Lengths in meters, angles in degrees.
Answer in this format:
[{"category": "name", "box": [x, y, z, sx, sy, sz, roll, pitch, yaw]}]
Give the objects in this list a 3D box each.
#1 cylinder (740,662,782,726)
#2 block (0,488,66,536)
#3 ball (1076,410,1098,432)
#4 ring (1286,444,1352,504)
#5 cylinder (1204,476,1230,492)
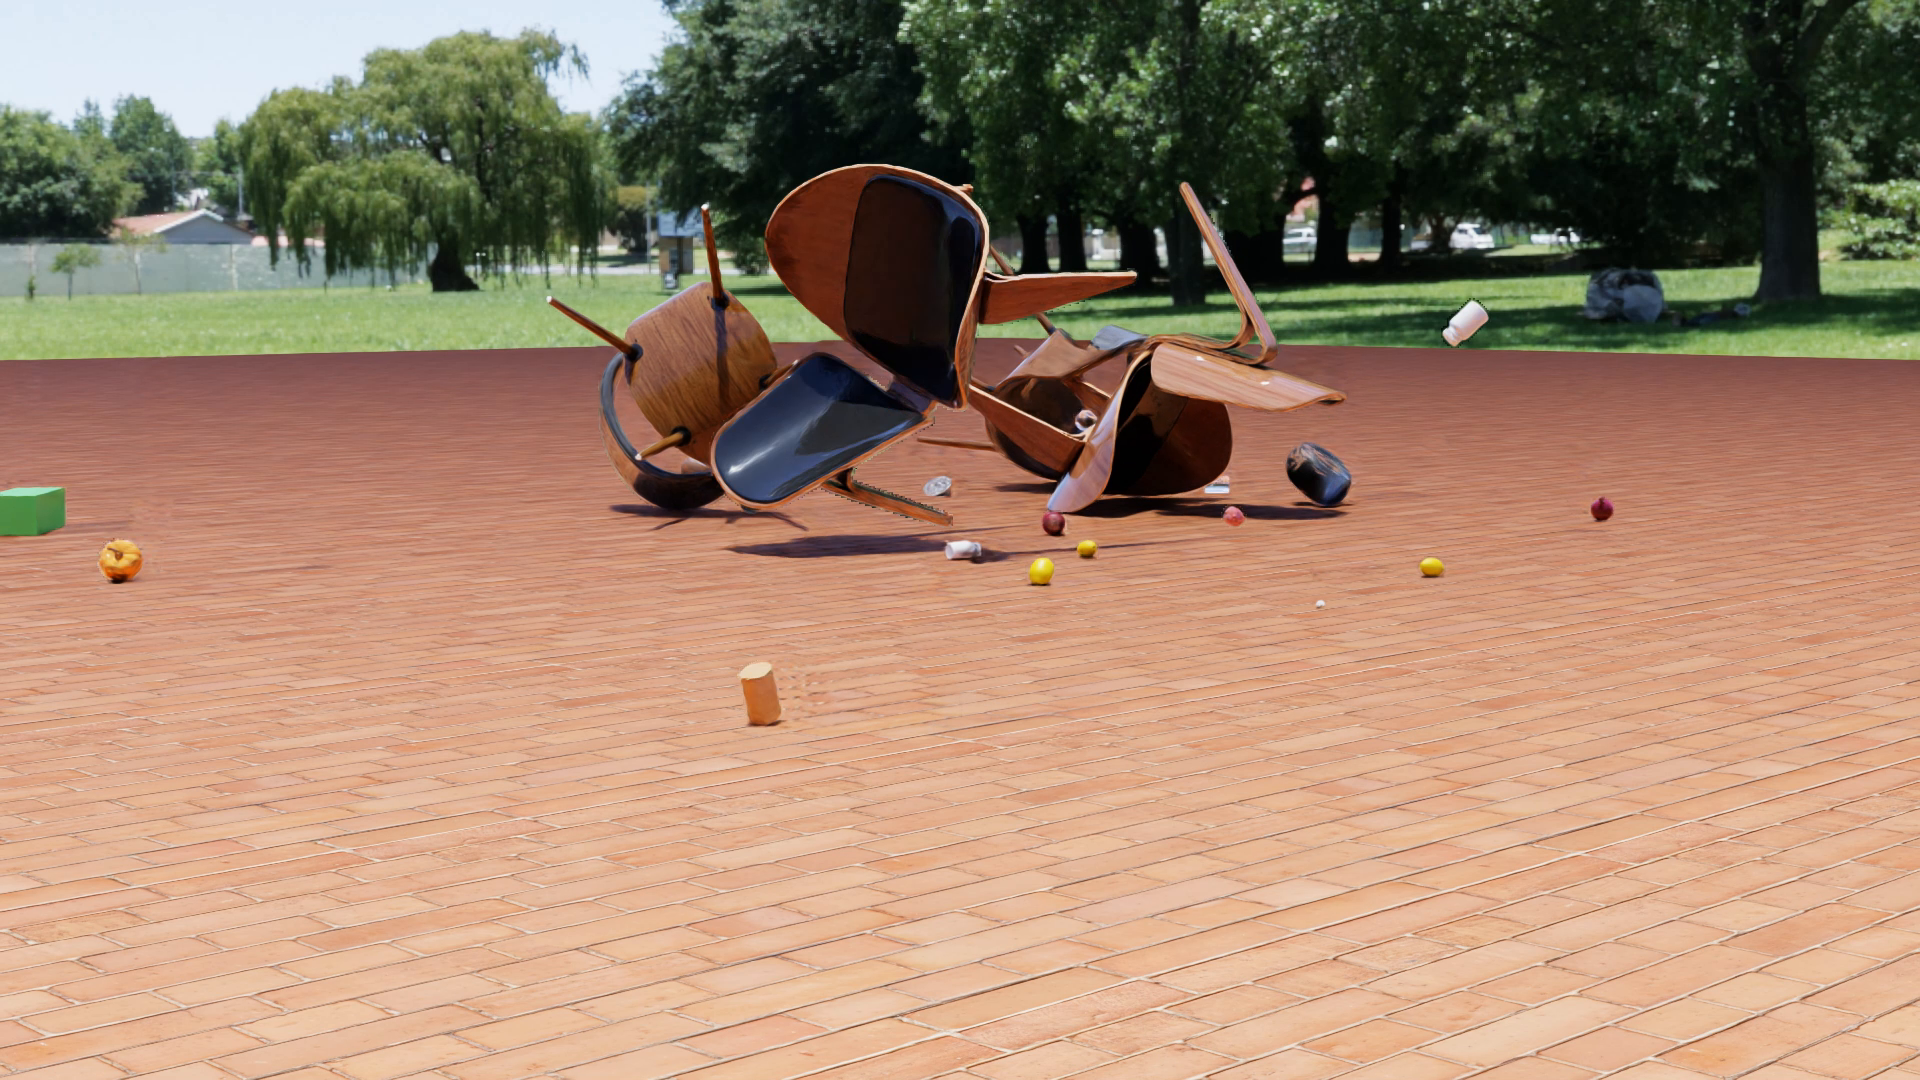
[{"category": "cylinder", "box": [-0.293, 0.227, 3.778, 0.047, 0.075, 0.061, -6, 20, 12]}, {"category": "block", "box": [-2.411, -0.074, 6.630, 0.121, 0.102, 0.249, 0, 6, -3]}, {"category": "ball", "box": [0.364, -0.345, 7.418, 0.064, 0.064, 0.064, 0, 6, 0]}, {"category": "ring", "box": [1.033, -0.191, 7.396, 0.183, 0.105, 0.212, 9, 34, -43]}, {"category": "cylinder", "box": [0.783, -0.171, 7.813, 0.073, 0.058, 0.034, 0, -28, 2]}]
